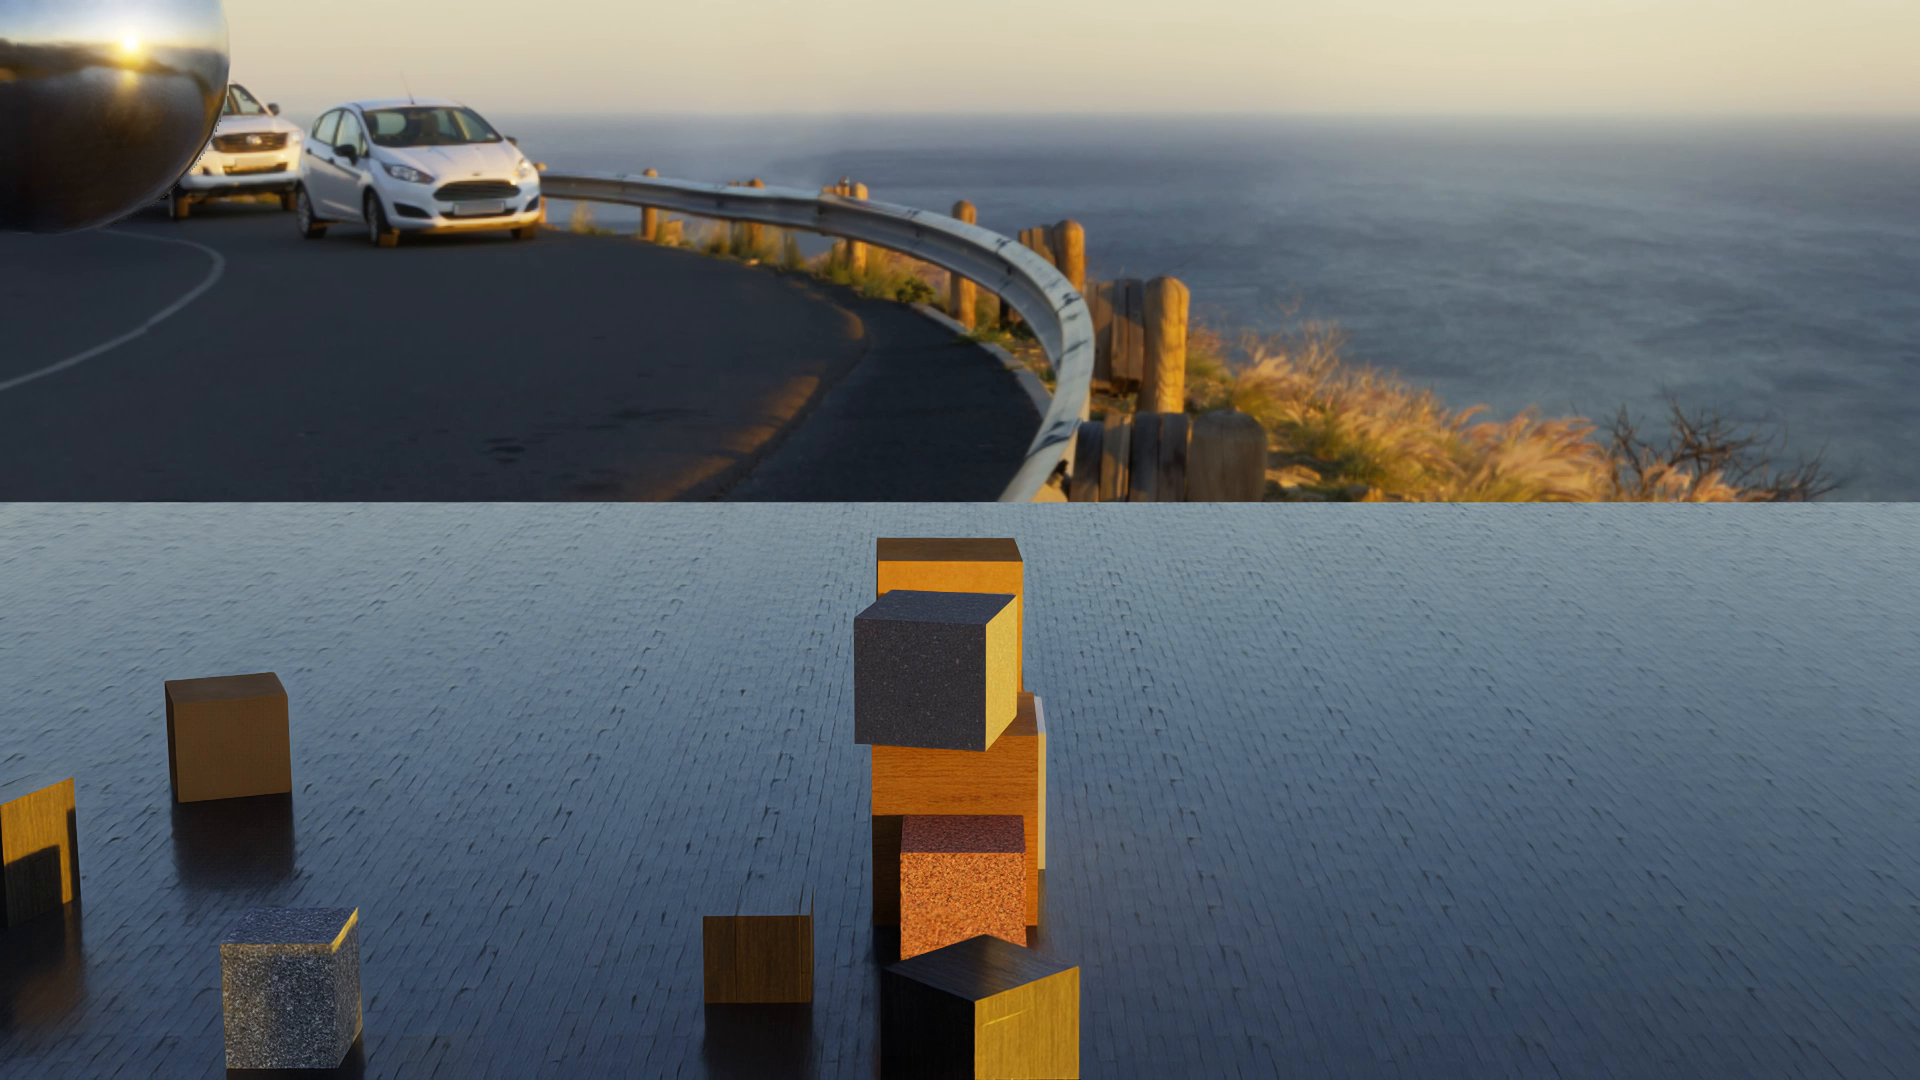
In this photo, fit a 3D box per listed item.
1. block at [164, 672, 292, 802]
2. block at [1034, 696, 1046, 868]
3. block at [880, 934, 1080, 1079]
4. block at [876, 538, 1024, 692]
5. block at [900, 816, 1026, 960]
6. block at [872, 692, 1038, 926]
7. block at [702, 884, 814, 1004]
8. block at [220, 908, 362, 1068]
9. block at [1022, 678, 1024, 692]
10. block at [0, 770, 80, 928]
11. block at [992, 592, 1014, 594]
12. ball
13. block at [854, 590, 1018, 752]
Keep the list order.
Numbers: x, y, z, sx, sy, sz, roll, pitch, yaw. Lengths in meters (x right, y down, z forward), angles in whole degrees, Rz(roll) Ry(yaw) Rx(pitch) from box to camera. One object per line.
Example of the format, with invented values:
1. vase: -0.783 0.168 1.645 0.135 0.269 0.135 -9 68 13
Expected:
1. block: -3.654 0.978 12.804 0.539 0.496 0.517 -4 11 -21
2. block: 0.006 1.103 11.753 0.749 0.625 0.677 0 10 0
3. block: 0.069 1.702 8.876 0.505 0.475 0.463 -10 14 -43
4. block: -0.059 0.402 11.840 0.649 0.727 0.654 0 9 -2
5. block: 0.013 1.422 10.401 0.494 0.481 0.523 0 10 0
6. block: -0.020 1.140 11.015 0.687 0.817 0.763 0 10 0
7. block: -0.779 1.565 9.985 0.408 0.347 0.393 0 10 -1
8. block: -2.427 1.624 9.330 0.398 0.466 0.401 0 10 -1
9. block: 0.018 0.995 12.374 0.574 0.614 0.572 0 10 0
10. block: -4.124 1.302 10.922 0.514 0.531 0.465 4 11 19
11. block: 0.007 0.478 11.245 0.470 0.402 0.491 0 10 0
12. ball: -3.901 -2.084 10.801 1.600 1.600 1.600 0 10 0
13. block: -0.094 0.531 10.624 0.547 0.521 0.606 2 11 13
